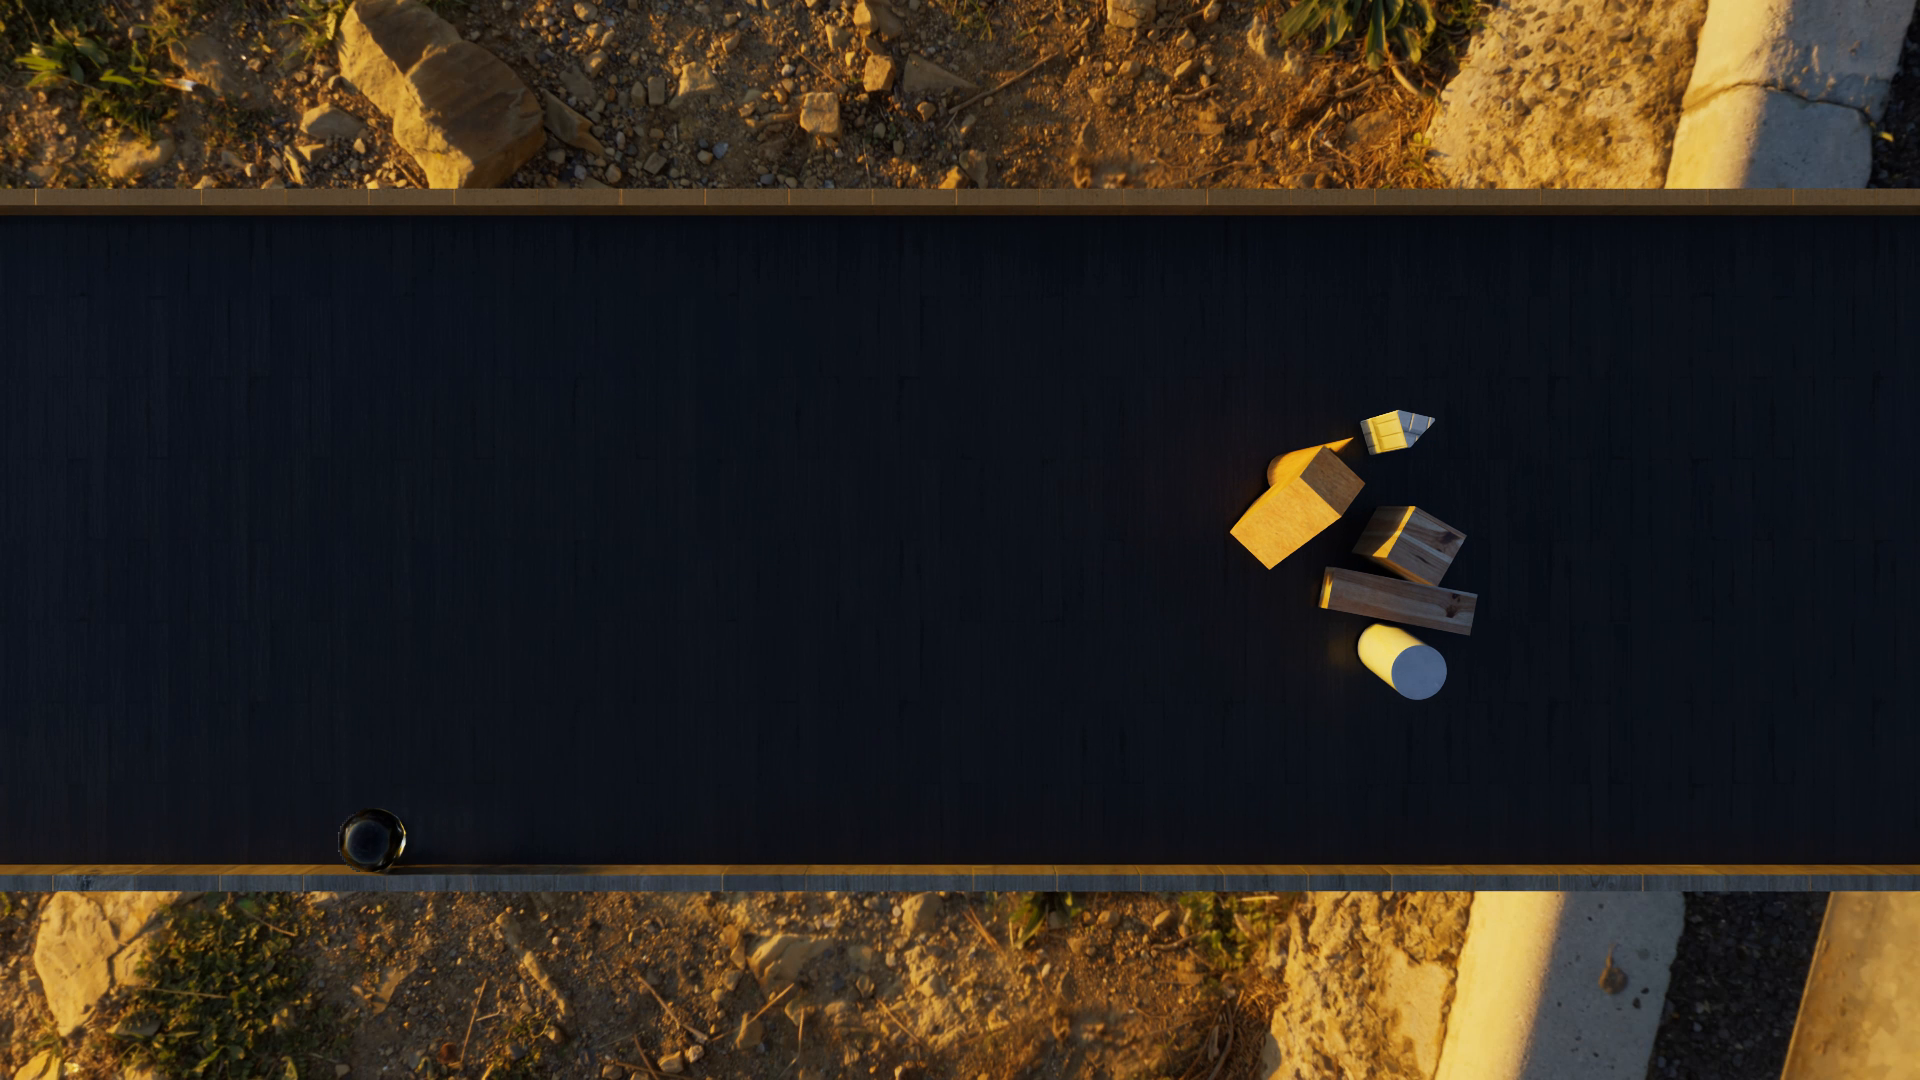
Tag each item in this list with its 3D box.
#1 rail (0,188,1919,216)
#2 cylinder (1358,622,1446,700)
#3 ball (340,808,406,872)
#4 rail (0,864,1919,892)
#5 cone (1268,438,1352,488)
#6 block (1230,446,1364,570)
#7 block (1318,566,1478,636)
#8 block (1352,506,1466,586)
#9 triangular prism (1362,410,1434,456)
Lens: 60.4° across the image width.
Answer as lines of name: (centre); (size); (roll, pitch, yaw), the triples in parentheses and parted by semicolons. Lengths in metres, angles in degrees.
rail: (-2.247, -1.025, 5.002); (12.000, 0.150, 0.050); (0, 90, 0)
cylinder: (1.306, 0.353, 4.890); (0.161, 0.353, 0.161); (0, 98, -2)
ball: (-1.773, 0.905, 4.982); (0.189, 0.189, 0.189); (0, 90, 0)
rail: (-2.247, 1.025, 5.001); (12.000, 0.150, 0.050); (0, 90, 0)
cone: (1.067, -0.241, 4.869); (0.160, 0.382, 0.160); (5, 73, -16)
block: (0.994, -0.094, 4.878); (0.165, 0.370, 0.165); (43, 55, 0)
block: (1.328, 0.184, 5.013); (0.436, 0.126, 0.126); (11, 90, 0)
block: (1.313, 0.013, 4.853); (0.165, 0.443, 0.165); (30, 92, 0)
triangular prism: (1.267, -0.333, 4.861); (0.093, 0.430, 0.108); (43, 90, 0)
